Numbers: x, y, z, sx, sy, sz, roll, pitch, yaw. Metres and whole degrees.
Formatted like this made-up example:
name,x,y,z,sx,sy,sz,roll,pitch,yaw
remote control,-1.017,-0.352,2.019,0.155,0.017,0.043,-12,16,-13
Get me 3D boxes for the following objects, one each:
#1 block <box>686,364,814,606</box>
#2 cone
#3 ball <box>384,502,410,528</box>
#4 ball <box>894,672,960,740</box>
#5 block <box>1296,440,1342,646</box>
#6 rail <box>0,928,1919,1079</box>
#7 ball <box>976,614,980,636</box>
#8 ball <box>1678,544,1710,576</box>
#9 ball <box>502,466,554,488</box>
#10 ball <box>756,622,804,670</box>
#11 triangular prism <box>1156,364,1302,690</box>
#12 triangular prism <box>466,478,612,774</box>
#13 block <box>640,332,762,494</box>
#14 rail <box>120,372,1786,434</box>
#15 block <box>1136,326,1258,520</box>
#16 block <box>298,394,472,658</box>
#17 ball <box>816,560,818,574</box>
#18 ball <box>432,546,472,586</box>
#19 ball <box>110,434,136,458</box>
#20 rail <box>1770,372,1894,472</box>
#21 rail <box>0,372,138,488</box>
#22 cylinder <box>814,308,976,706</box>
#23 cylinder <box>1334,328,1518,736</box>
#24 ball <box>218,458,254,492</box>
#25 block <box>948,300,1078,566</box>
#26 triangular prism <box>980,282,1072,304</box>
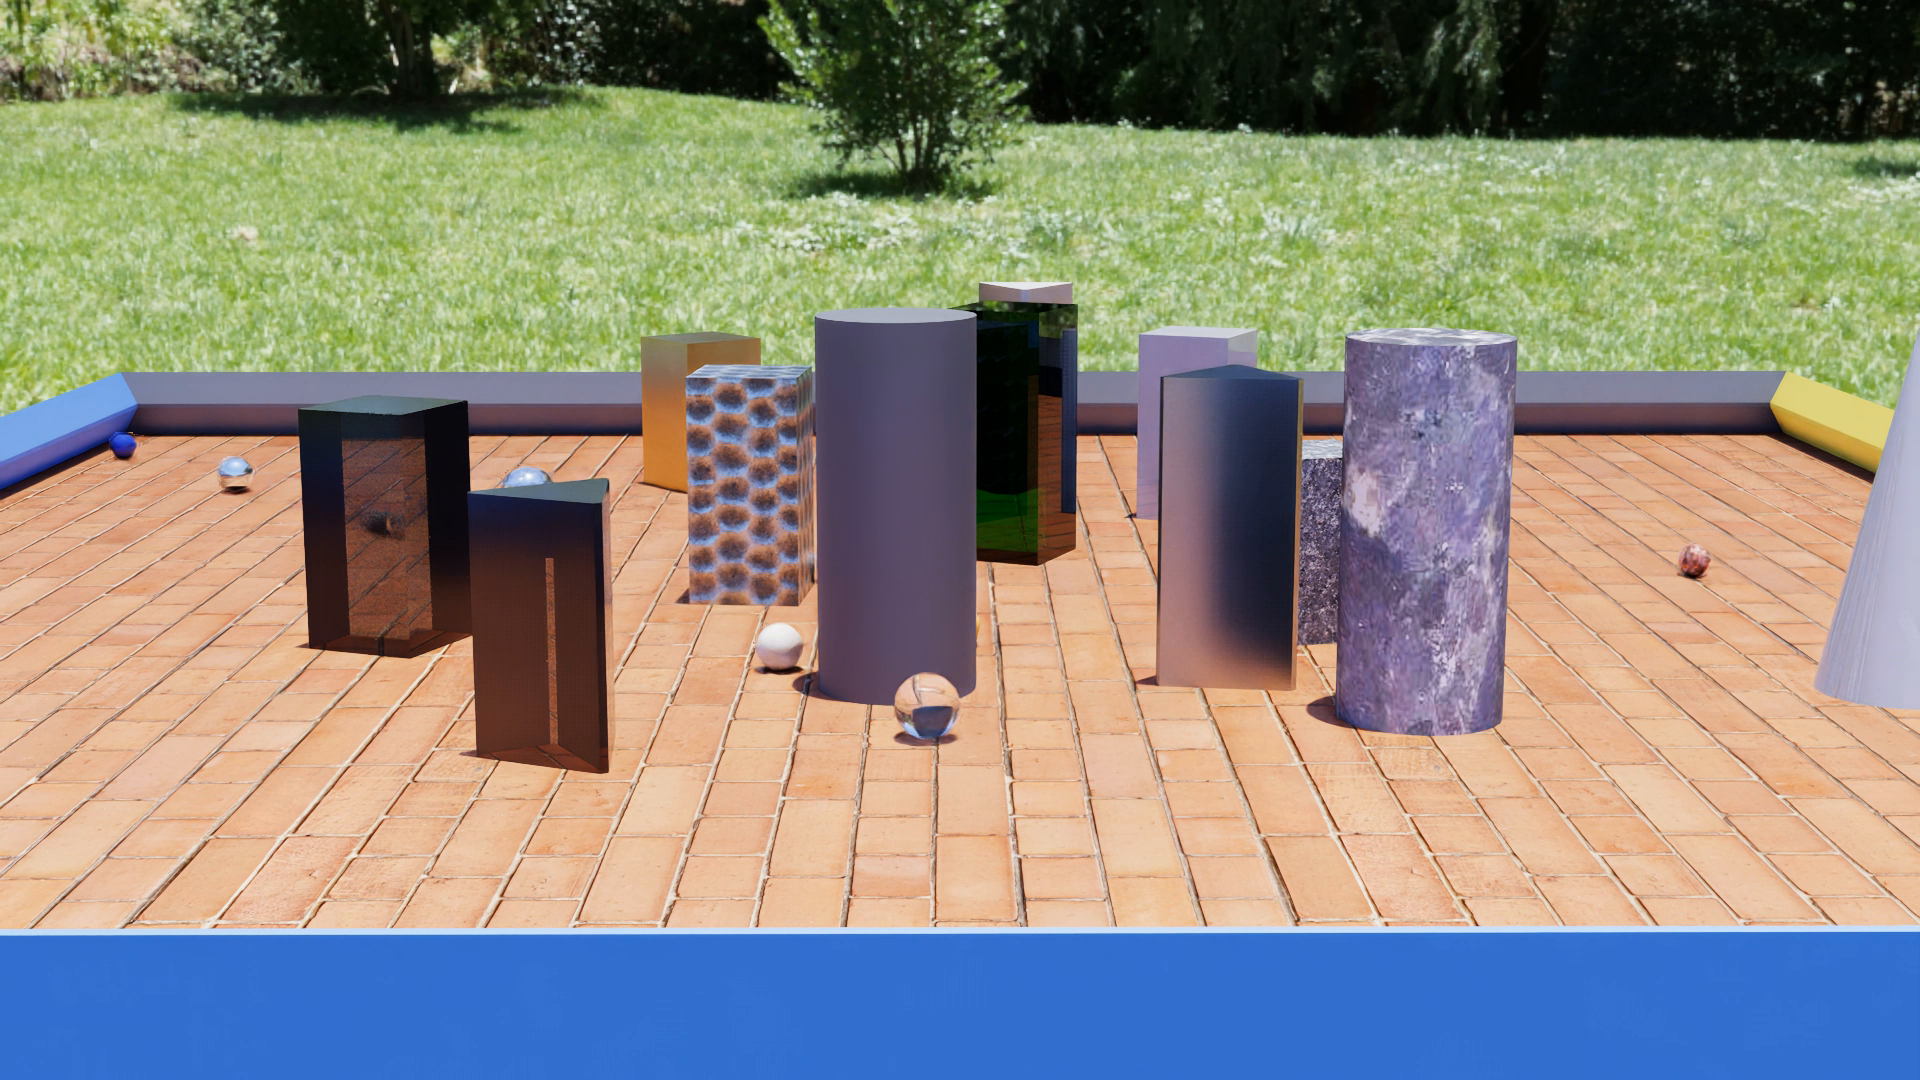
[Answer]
name,x,y,z,sx,sy,sz,roll,pitch,yaw
block,-0.286,-0.077,3.520,0.149,0.310,0.149,1,11,5
cone,1.098,-0.037,2.969,0.186,0.435,0.186,0,11,0
ball,-0.890,-0.040,4.056,0.041,0.041,0.041,0,11,0
ball,-0.036,0.180,2.790,0.072,0.072,0.072,0,11,0
block,0.436,0.002,3.295,0.149,0.238,0.149,-3,11,-13
rail,0.009,0.331,1.847,3.293,0.121,0.045,0,11,0
ball,-0.001,0.108,3.230,0.053,0.053,0.053,0,11,0
ball,1.052,0.029,3.676,0.044,0.044,0.044,0,11,0
ball,-0.694,-0.076,4.122,0.086,0.086,0.086,0,11,0
ball,-0.219,0.129,3.104,0.057,0.057,0.057,0,11,0
triangular prism,0.322,-0.019,3.054,0.161,0.366,0.140,2,11,8
triangular prism,-0.411,0.084,2.726,0.161,0.284,0.140,5,12,25
block,-0.448,-0.223,4.447,0.149,0.257,0.149,-8,13,-38
rail,-0.009,-0.268,5.052,3.293,0.121,0.045,0,11,0
block,0.383,-0.188,4.144,0.149,0.298,0.149,5,12,24
block,-0.720,-0.020,3.233,0.149,0.303,0.149,4,11,22
ball,-0.183,0.038,3.631,0.042,0.042,0.042,0,11,0
ball,-0.713,0.036,3.606,0.056,0.056,0.056,0,11,0
ball,-1.552,-0.174,4.759,0.046,0.046,0.046,0,11,0
rail,1.623,0.029,3.459,0.045,0.121,3.309,0,11,0
rail,-1.623,0.033,3.440,0.045,0.121,3.309,0,11,0
cylinder,-0.074,-0.043,2.986,0.186,0.439,0.186,0,11,0
cylinder,0.517,-0.013,2.857,0.186,0.428,0.186,0,11,0
ball,-1.239,-0.111,4.391,0.058,0.058,0.058,0,11,0
block,0.077,-0.162,3.809,0.149,0.370,0.149,5,12,24
triangular prism,0.093,-0.275,4.482,0.140,0.345,0.161,7,12,32
